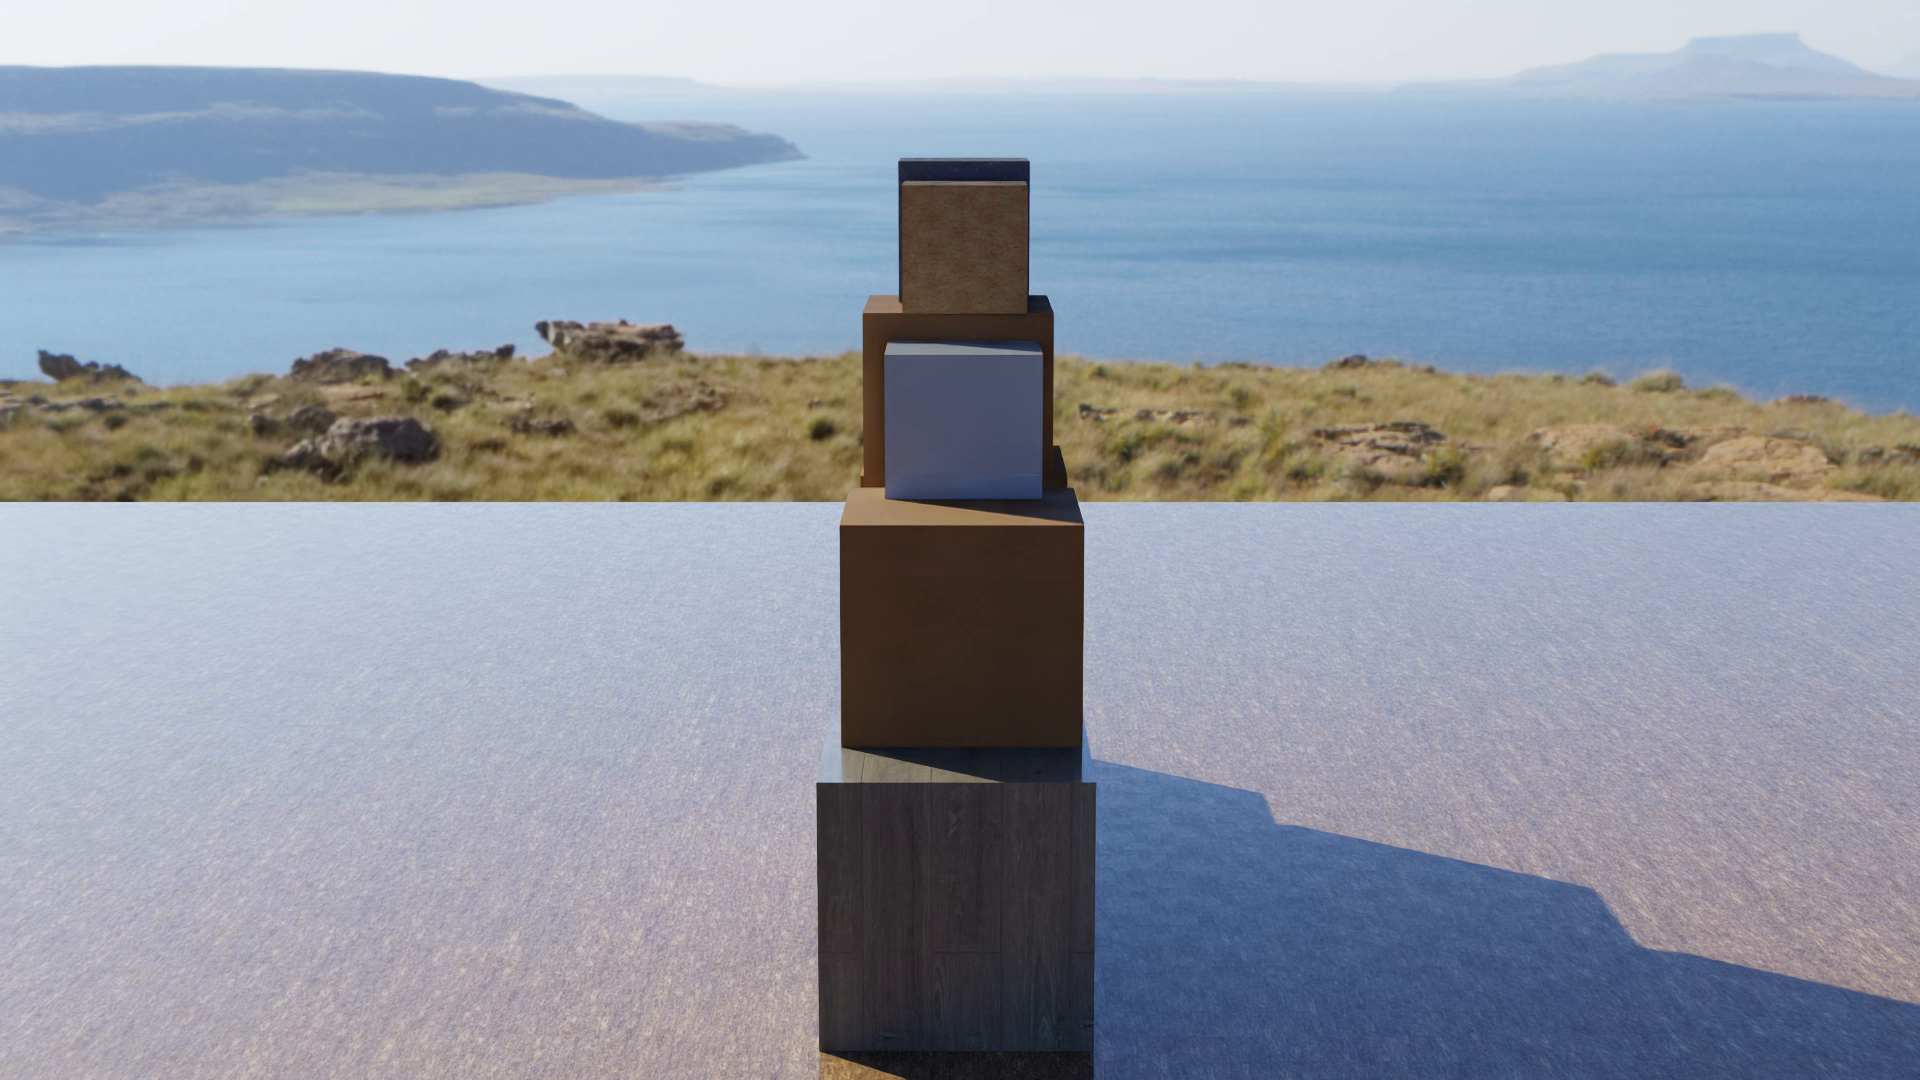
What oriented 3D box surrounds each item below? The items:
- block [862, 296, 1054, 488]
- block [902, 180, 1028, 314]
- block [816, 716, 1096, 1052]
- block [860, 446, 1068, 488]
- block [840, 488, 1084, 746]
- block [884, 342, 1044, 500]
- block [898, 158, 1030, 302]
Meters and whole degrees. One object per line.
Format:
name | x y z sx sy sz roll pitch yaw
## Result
block | -0.008 -0.643 11.015 0.785 0.741 0.867 0 10 0
block | 0.020 -1.227 10.699 0.510 0.520 0.499 0 10 0
block | -0.014 1.277 9.716 0.999 1.012 0.962 0 10 0
block | 0.017 0.103 11.609 0.893 0.940 0.918 0 10 0
block | 0.007 0.282 10.008 0.906 0.841 0.920 0 10 0
block | 0.014 -0.489 10.322 0.620 0.570 0.548 0 10 0
block | 0.017 -1.357 11.192 0.558 0.600 0.498 0 10 0
